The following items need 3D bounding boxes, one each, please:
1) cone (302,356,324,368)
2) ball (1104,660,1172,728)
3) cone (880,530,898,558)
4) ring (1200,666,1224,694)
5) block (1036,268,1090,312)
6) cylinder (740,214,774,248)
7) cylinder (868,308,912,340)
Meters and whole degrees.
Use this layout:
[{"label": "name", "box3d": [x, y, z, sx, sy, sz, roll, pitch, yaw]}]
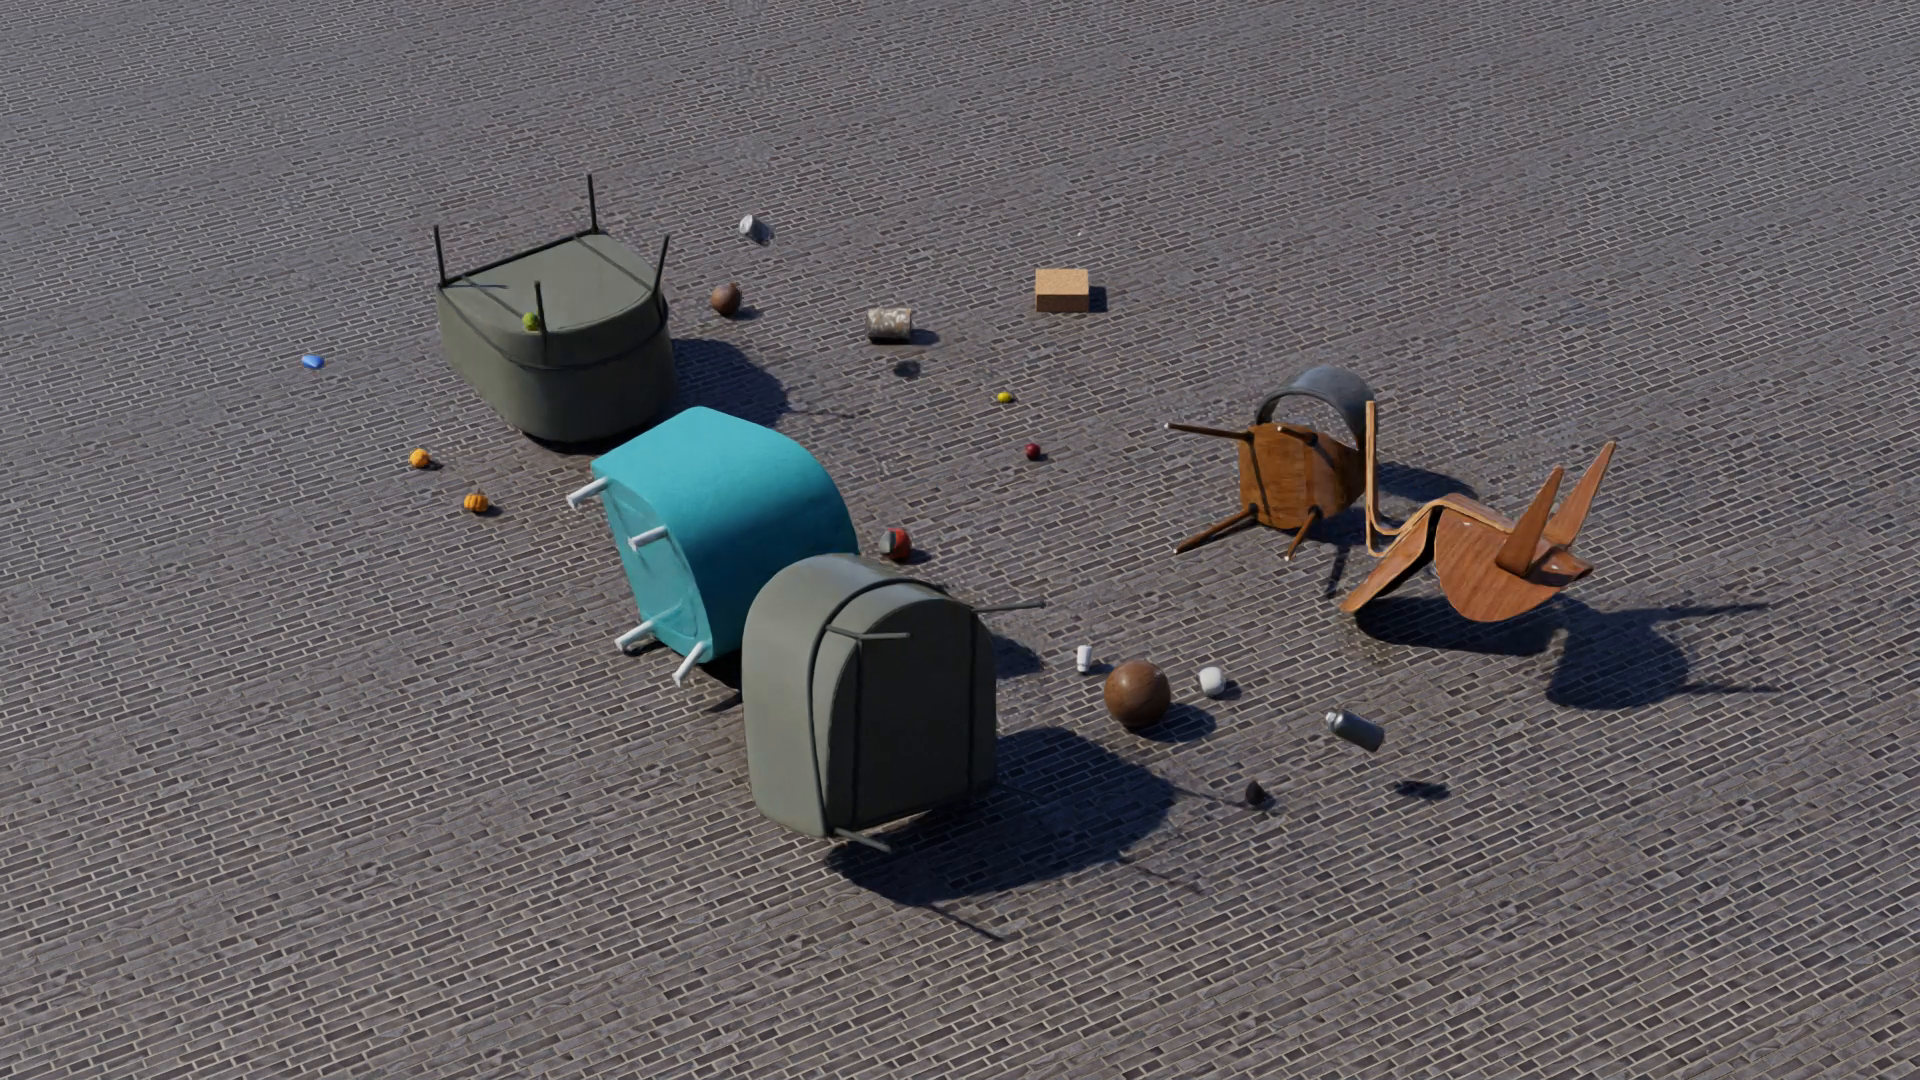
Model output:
[{"label": "cone", "box3d": [-2.377, -0.646, 10.801, 0.085, 0.049, 0.086, 11, 14, -23]}, {"label": "ball", "box3d": [0.603, 0.521, 9.945, 0.230, 0.230, 0.230, 0, 33, 0]}, {"label": "cone", "box3d": [-0.258, 0.028, 10.591, 0.062, 0.121, 0.050, 19, 27, -7]}, {"label": "ring", "box3d": [0.870, 0.486, 10.130, 0.074, 0.083, 0.121, -16, 30, 5]}, {"label": "block", "box3d": [0.434, -1.063, 12.482, 0.220, 0.084, 0.229, 0, 33, 0]}, {"label": "cylinder", "box3d": [-0.810, -1.234, 11.706, 0.111, 0.080, 0.121, 30, 9, -28]}, {"label": "cylinder", "box3d": [-0.293, -0.898, 12.201, 0.172, 0.113, 0.134, 2, 56, 2]}]
